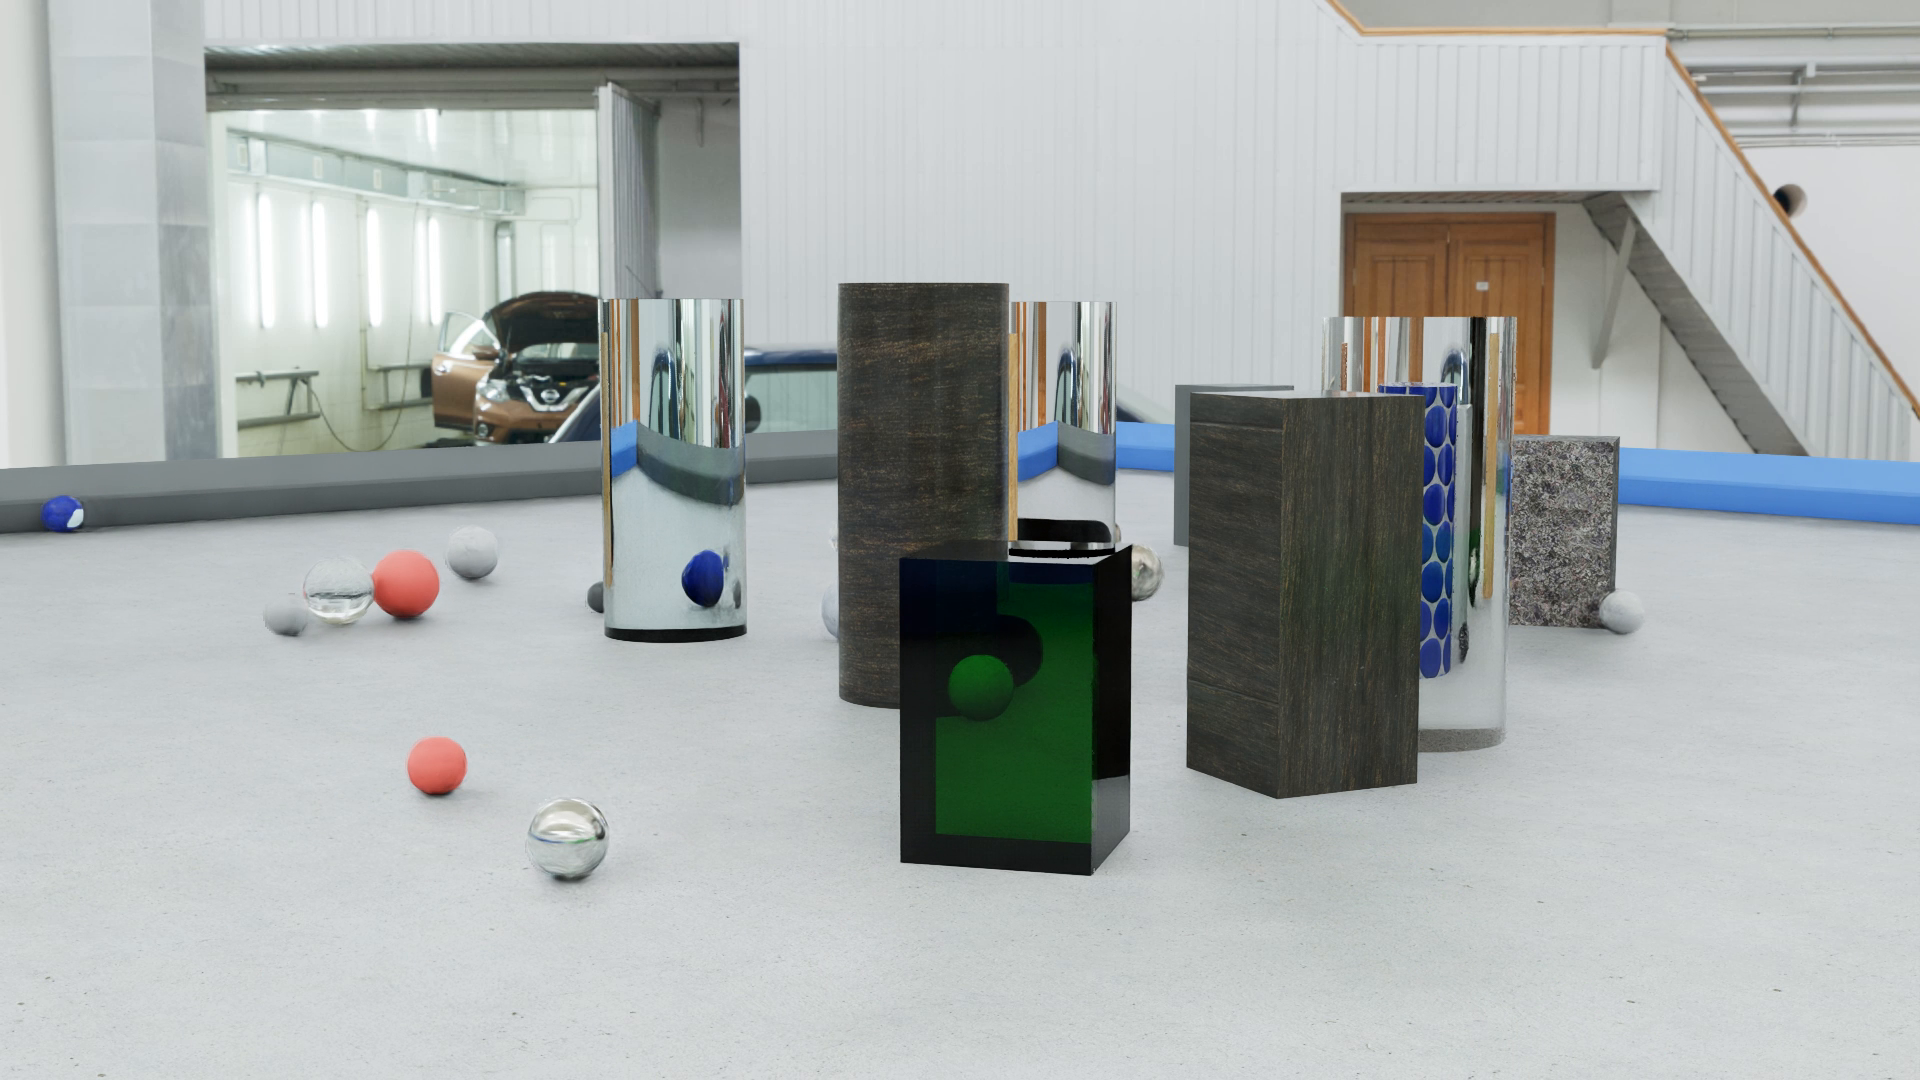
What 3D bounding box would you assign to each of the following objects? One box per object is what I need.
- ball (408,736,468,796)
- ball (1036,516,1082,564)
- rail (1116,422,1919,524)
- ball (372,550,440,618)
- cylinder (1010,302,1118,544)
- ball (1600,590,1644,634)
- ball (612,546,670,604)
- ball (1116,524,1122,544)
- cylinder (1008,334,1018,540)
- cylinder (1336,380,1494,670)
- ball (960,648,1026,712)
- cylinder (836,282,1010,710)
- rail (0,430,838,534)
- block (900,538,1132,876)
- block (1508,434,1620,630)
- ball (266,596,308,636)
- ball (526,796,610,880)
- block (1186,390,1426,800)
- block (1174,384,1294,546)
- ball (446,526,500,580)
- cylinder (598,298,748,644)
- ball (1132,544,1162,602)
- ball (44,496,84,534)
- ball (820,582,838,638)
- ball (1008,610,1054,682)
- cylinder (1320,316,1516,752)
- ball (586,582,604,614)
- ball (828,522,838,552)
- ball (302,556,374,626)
[{"bbox_3d":[-0.481,0.208,2.026,0.054,0.054,0.054,0,6,0],"label":"ball"},{"bbox_3d":[0.175,-0.001,3.883,0.083,0.083,0.083,0,6,0],"label":"ball"},{"bbox_3d":[1.687,-0.128,4.880,0.045,0.128,4.173,-5,8,-42],"label":"rail"},{"bbox_3d":[-0.805,0.065,3.189,0.097,0.097,0.097,0,6,0],"label":"ball"},{"bbox_3d":[0.165,-0.171,3.709,0.197,0.459,0.197,0,6,0],"label":"cylinder"},{"bbox_3d":[0.913,0.100,3.036,0.059,0.059,0.059,0,6,0],"label":"ball"},{"bbox_3d":[-0.484,0.054,3.345,0.087,0.087,0.087,0,6,0],"label":"ball"},{"bbox_3d":[0.250,-0.005,3.939,0.079,0.079,0.079,0,6,0],"label":"ball"},{"bbox_3d":[-0.008,-0.118,3.443,0.197,0.408,0.197,0,6,0],"label":"cylinder"},{"bbox_3d":[0.577,-0.024,2.808,0.197,0.353,0.197,0,6,0],"label":"cylinder"},{"bbox_3d":[0.037,0.155,2.441,0.073,0.073,0.073,0,6,0],"label":"ball"},{"bbox_3d":[-0.042,-0.056,2.531,0.197,0.475,0.197,0,6,0],"label":"cylinder"},{"bbox_3d":[-1.399,-0.124,4.840,4.639,0.128,0.045,-5,8,-42],"label":"rail"},{"bbox_3d":[0.049,0.132,1.820,0.158,0.248,0.158,2,6,16],"label":"block"},{"bbox_3d":[0.860,-0.016,3.167,0.158,0.262,0.158,2,6,20],"label":"block"},{"bbox_3d":[-0.923,0.104,3.018,0.055,0.055,0.055,0,6,0],"label":"ball"},{"bbox_3d":[-0.307,0.234,1.726,0.065,0.065,0.065,0,6,0],"label":"ball"},{"bbox_3d":[0.326,0.044,2.094,0.158,0.366,0.158,-3,7,-26],"label":"block"},{"bbox_3d":[0.516,-0.140,4.149,0.158,0.305,0.158,-4,7,-33],"label":"block"},{"bbox_3d":[-0.808,0.021,3.650,0.088,0.088,0.088,0,6,0],"label":"ball"},{"bbox_3d":[-0.394,-0.100,3.025,0.197,0.460,0.197,0,6,0],"label":"cylinder"},{"bbox_3d":[0.265,0.050,3.362,0.090,0.090,0.090,0,6,0],"label":"ball"},{"bbox_3d":[-1.796,-0.052,4.407,0.076,0.076,0.076,0,6,0],"label":"ball"},{"bbox_3d":[-0.144,0.093,2.963,0.087,0.087,0.087,0,6,0],"label":"ball"},{"bbox_3d":[0.070,0.127,2.641,0.088,0.088,0.088,0,6,0],"label":"ball"},{"bbox_3d":[0.474,-0.013,2.296,0.197,0.438,0.197,0,6,0],"label":"cylinder"},{"bbox_3d":[-0.527,0.085,3.241,0.047,0.047,0.047,0,6,0],"label":"ball"},{"bbox_3d":[-0.211,-0.006,4.038,0.061,0.061,0.061,0,6,0],"label":"ball"},{"bbox_3d":[-0.880,0.072,3.118,0.099,0.099,0.099,0,6,0],"label":"ball"}]
